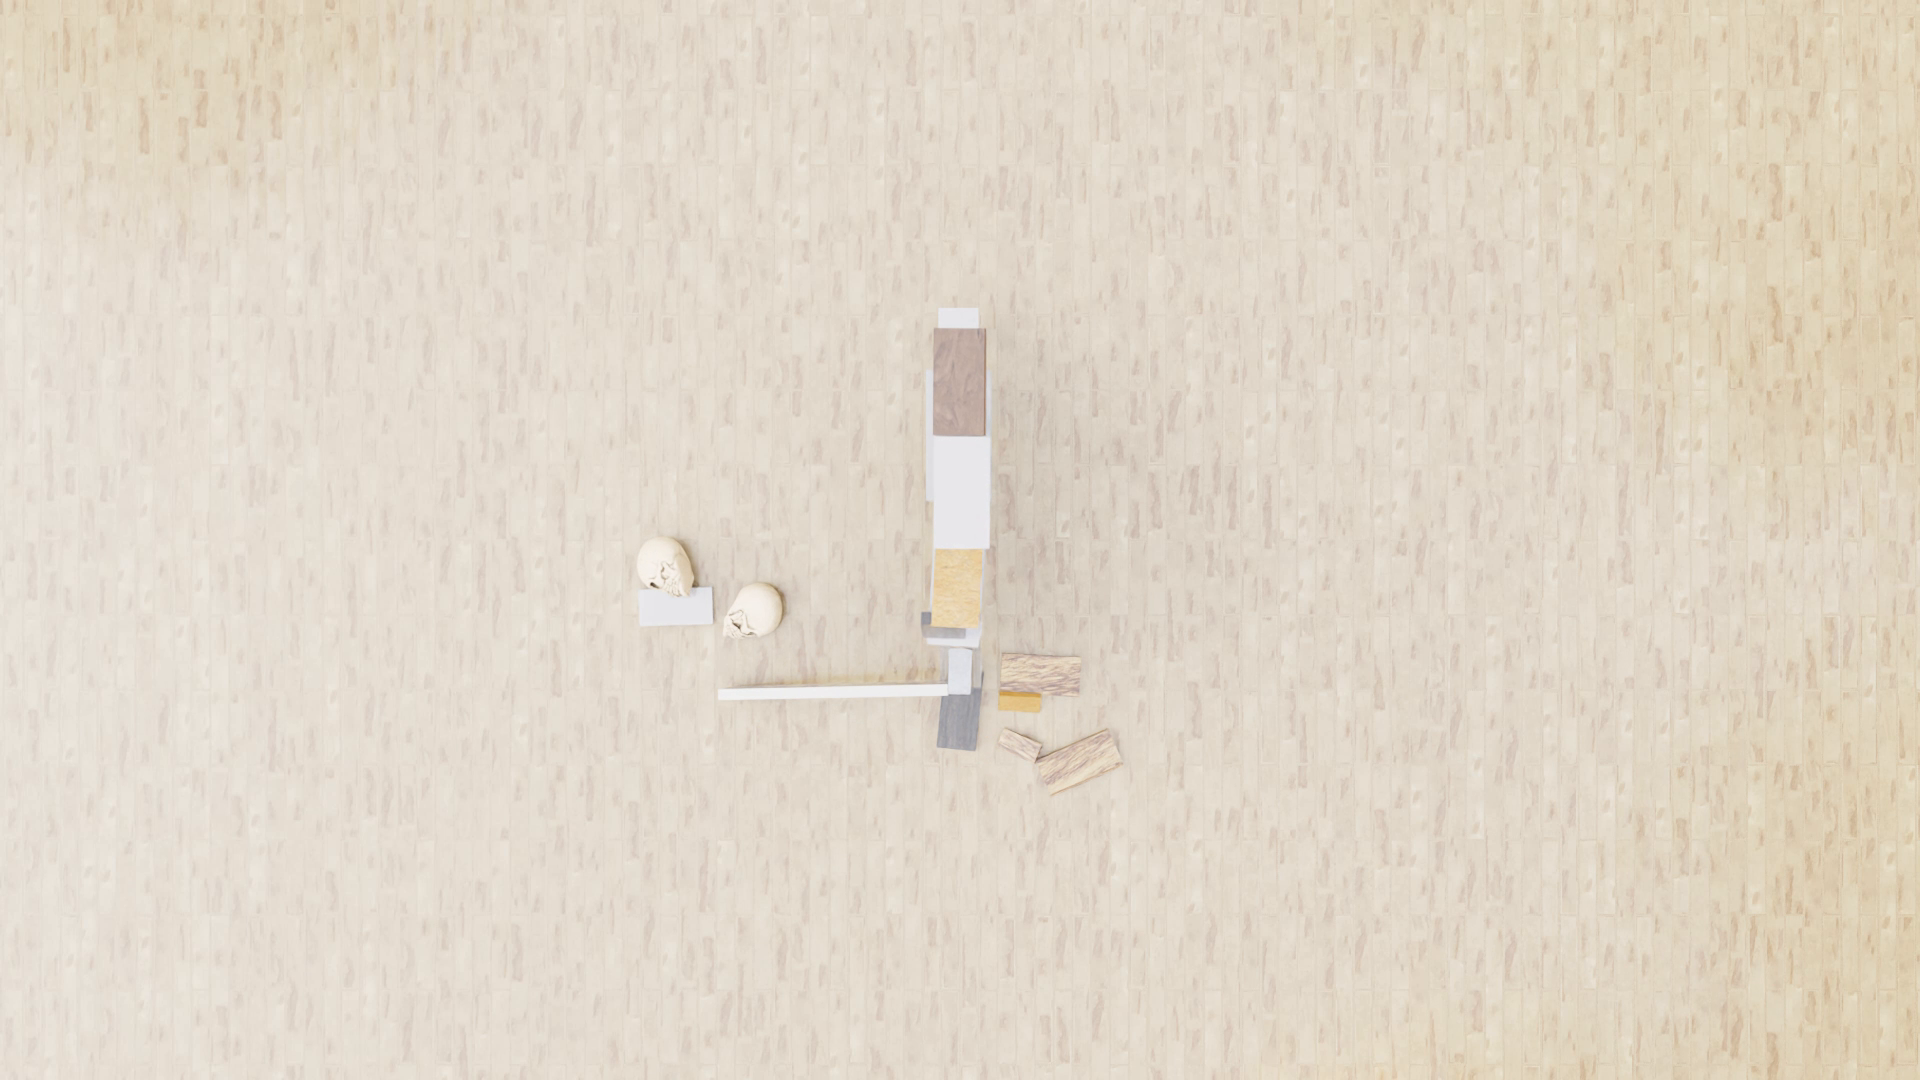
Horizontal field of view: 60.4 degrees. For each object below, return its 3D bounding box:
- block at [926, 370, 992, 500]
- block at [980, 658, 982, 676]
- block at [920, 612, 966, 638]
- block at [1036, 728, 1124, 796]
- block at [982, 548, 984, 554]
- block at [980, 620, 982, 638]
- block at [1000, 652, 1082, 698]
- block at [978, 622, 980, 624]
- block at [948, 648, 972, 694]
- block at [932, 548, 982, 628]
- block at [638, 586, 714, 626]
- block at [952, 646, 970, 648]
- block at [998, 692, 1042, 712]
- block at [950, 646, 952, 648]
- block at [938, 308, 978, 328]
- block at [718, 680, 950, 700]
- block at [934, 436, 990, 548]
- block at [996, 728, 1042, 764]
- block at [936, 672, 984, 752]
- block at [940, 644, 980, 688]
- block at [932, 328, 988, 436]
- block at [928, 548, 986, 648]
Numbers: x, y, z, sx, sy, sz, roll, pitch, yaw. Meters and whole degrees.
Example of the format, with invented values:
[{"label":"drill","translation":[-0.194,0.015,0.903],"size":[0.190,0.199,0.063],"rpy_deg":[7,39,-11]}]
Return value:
[{"label":"block","translation":[-0.003,-0.279,4.423],"size":[0.174,0.049,0.347],"rpy_deg":[0,90,0]},{"label":"block","translation":[0.004,0.407,5.370],"size":[0.130,0.259,0.037],"rpy_deg":[7,90,0]},{"label":"block","translation":[-0.044,0.234,4.497],"size":[0.122,0.243,0.034],"rpy_deg":[2,79,0]},{"label":"block","translation":[0.397,0.740,5.481],"size":[0.263,0.037,0.131],"rpy_deg":[-23,90,0]},{"label":"block","translation":[-0.001,0.036,4.495],"size":[0.125,0.249,0.035],"rpy_deg":[2,80,0]},{"label":"block","translation":[-0.011,0.252,4.807],"size":[0.145,0.291,0.041],"rpy_deg":[6,89,0]},{"label":"block","translation":[0.267,0.448,5.481],"size":[0.263,0.037,0.131],"rpy_deg":[3,90,0]},{"label":"block","translation":[-0.008,0.198,4.494],"size":[0.125,0.249,0.035],"rpy_deg":[2,79,0]},{"label":"block","translation":[-0.001,0.402,5.054],"size":[0.069,0.020,0.139],"rpy_deg":[2,89,-6]},{"label":"block","translation":[-0.007,0.105,4.351],"size":[0.125,0.035,0.249],"rpy_deg":[3,90,0]},{"label":"block","translation":[-0.942,0.221,5.483],"size":[0.243,0.034,0.122],"rpy_deg":[-2,90,0]},{"label":"block","translation":[0.005,0.363,5.077],"size":[0.059,0.017,0.119],"rpy_deg":[-2,89,0]},{"label":"block","translation":[0.198,0.538,5.471],"size":[0.139,0.020,0.069],"rpy_deg":[3,128,0]},{"label":"block","translation":[0.001,0.327,5.145],"size":[0.059,0.119,0.017],"rpy_deg":[0,72,0]},{"label":"block","translation":[-0.005,-0.607,5.228],"size":[0.127,0.036,0.254],"rpy_deg":[0,90,0]},{"label":"block","translation":[-0.389,0.481,5.280],"size":[0.823,0.122,0.034],"rpy_deg":[-3,90,24]},{"label":"block","translation":[0.004,-0.117,4.102],"size":[0.138,0.039,0.276],"rpy_deg":[0,90,0]},{"label":"block","translation":[0.198,0.683,5.472],"size":[0.139,0.020,0.069],"rpy_deg":[22,90,16]},{"label":"block","translation":[0.000,0.563,5.481],"size":[0.131,0.037,0.263],"rpy_deg":[6,90,0]},{"label":"block","translation":[0.001,0.337,5.222],"size":[0.130,0.037,0.259],"rpy_deg":[0,90,0]},{"label":"block","translation":[0.000,-0.393,4.113],"size":[0.133,0.038,0.266],"rpy_deg":[0,90,0]},{"label":"block","translation":[-0.010,0.151,4.641],"size":[0.145,0.041,0.291],"rpy_deg":[4,90,0]}]
